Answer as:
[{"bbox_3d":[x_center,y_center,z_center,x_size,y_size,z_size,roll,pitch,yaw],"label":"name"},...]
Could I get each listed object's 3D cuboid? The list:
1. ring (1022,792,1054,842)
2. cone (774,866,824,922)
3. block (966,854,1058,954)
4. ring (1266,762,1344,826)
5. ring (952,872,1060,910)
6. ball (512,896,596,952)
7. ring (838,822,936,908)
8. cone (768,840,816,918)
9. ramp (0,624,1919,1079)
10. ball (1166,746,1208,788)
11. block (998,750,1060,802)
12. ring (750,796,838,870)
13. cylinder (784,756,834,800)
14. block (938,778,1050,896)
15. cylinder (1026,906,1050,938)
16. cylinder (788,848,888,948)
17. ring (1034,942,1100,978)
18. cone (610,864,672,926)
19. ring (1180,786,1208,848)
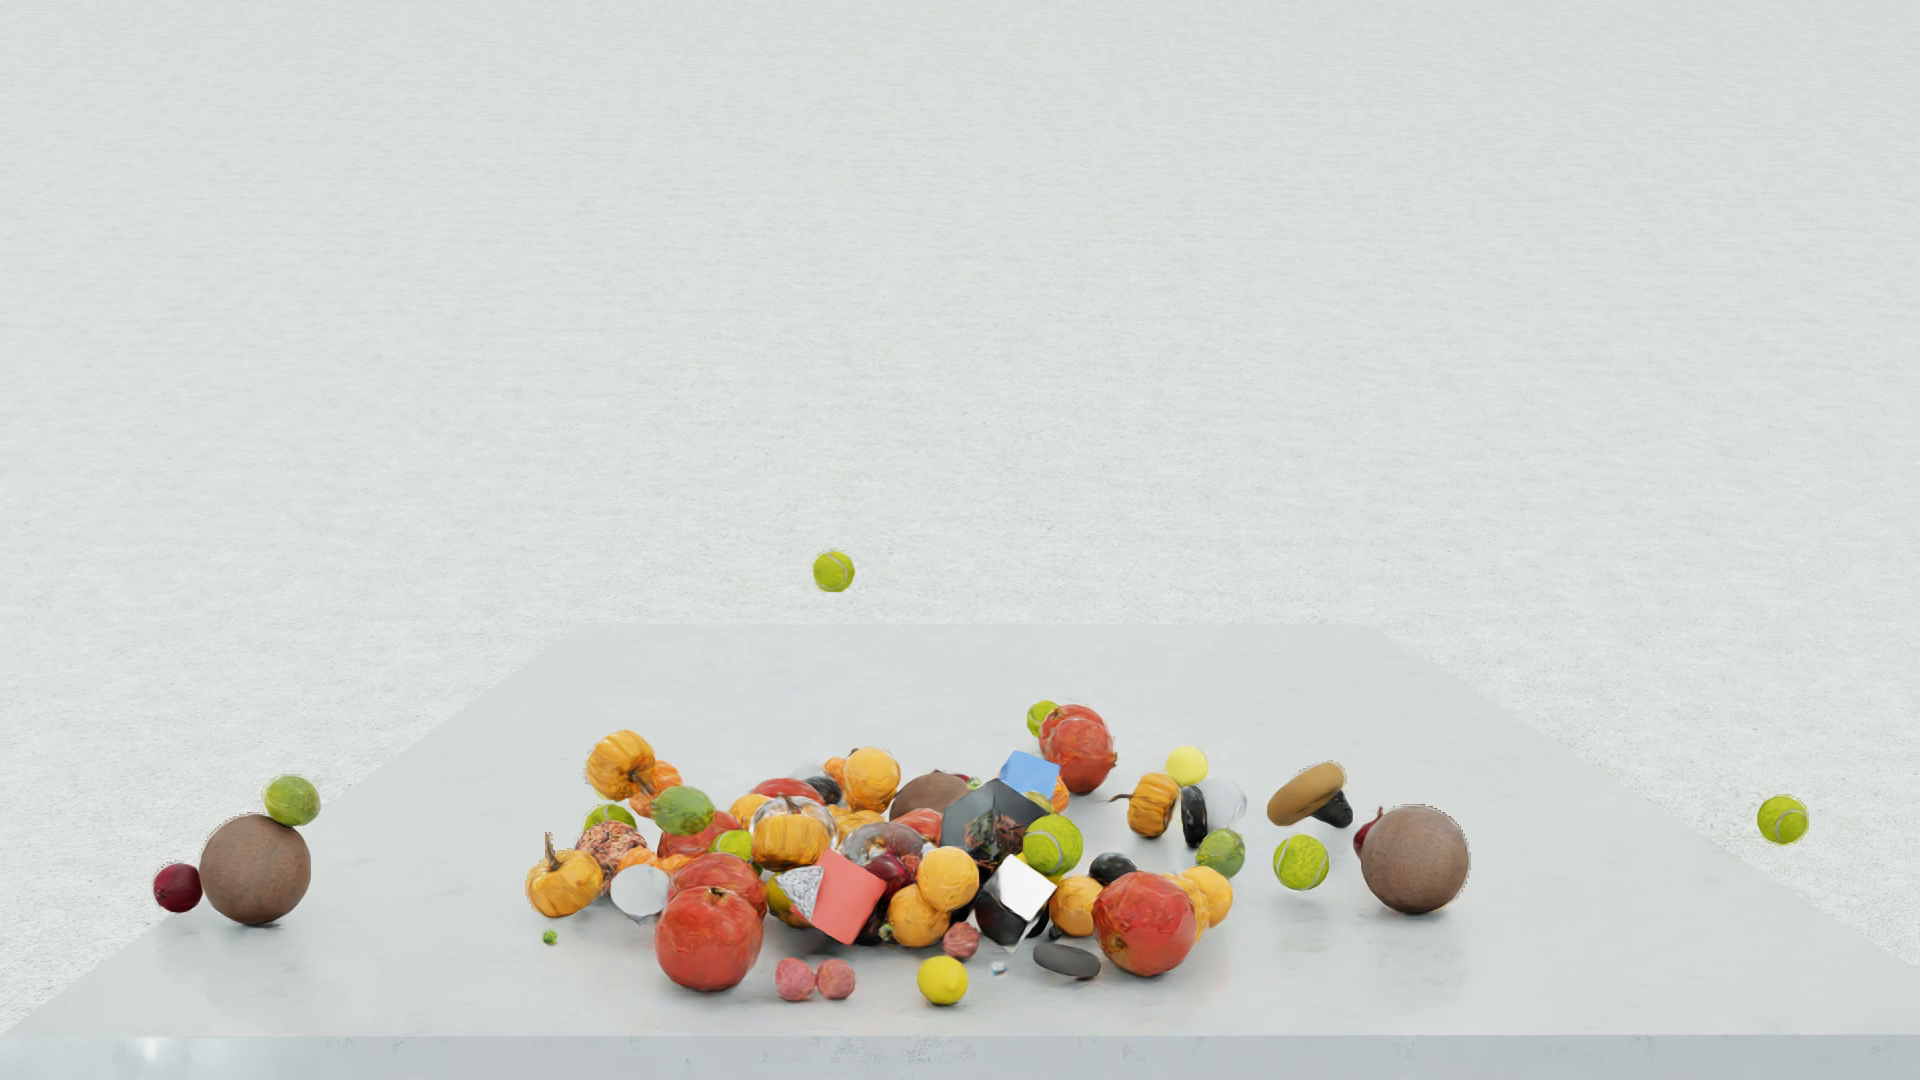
[{"bbox_3d":[0.082,0.355,3.170,0.031,0.093,0.093,22,6,-31],"label":"ring"},{"bbox_3d":[-0.171,0.396,2.829,0.057,0.057,0.057,-13,-22,-5],"label":"cone"},{"bbox_3d":[0.057,0.405,2.853,0.064,0.064,0.064,34,45,11],"label":"block"},{"bbox_3d":[0.458,0.338,3.402,0.117,0.117,0.039,-17,65,-41],"label":"ring"},{"bbox_3d":[0.057,0.426,3.128,0.132,0.044,0.132,-2,-2,0],"label":"ring"},{"bbox_3d":[-0.467,0.457,2.942,0.095,0.095,0.095,0,19,0],"label":"ball"},{"bbox_3d":[-0.090,0.392,3.096,0.123,0.041,0.123,3,45,-3],"label":"ring"},{"bbox_3d":[-0.191,0.407,3.114,0.087,0.087,0.087,0,4,0],"label":"cone"},{"bbox_3d":[0.045,0.402,4.539,2.000,0.100,4.000,0,4,0],"label":"ramp"},{"bbox_3d":[0.355,0.355,4.010,0.067,0.067,0.067,0,19,0],"label":"ball"},{"bbox_3d":[0.084,0.320,3.312,0.064,0.064,0.064,21,59,-5],"label":"block"},{"bbox_3d":[-0.207,0.365,3.196,0.113,0.038,0.113,8,41,-7],"label":"ring"},{"bbox_3d":[-0.226,0.361,3.851,0.053,0.053,0.053,-39,23,1],"label":"cylinder"},{"bbox_3d":[0.041,0.357,3.036,0.091,0.091,0.091,-35,33,34],"label":"block"},{"bbox_3d":[0.067,0.433,2.985,0.053,0.053,0.053,-15,12,-36],"label":"cylinder"},{"bbox_3d":[-0.136,0.401,2.884,0.082,0.082,0.082,30,-7,4],"label":"cylinder"},{"bbox_3d":[0.115,0.453,2.767,0.075,0.025,0.075,14,-2,1],"label":"ring"},{"bbox_3d":[-0.369,0.426,2.967,0.072,0.072,0.072,4,46,-4],"label":"cone"},{"bbox_3d":[0.321,0.380,3.526,0.029,0.086,0.086,-5,19,-1],"label":"ring"}]
